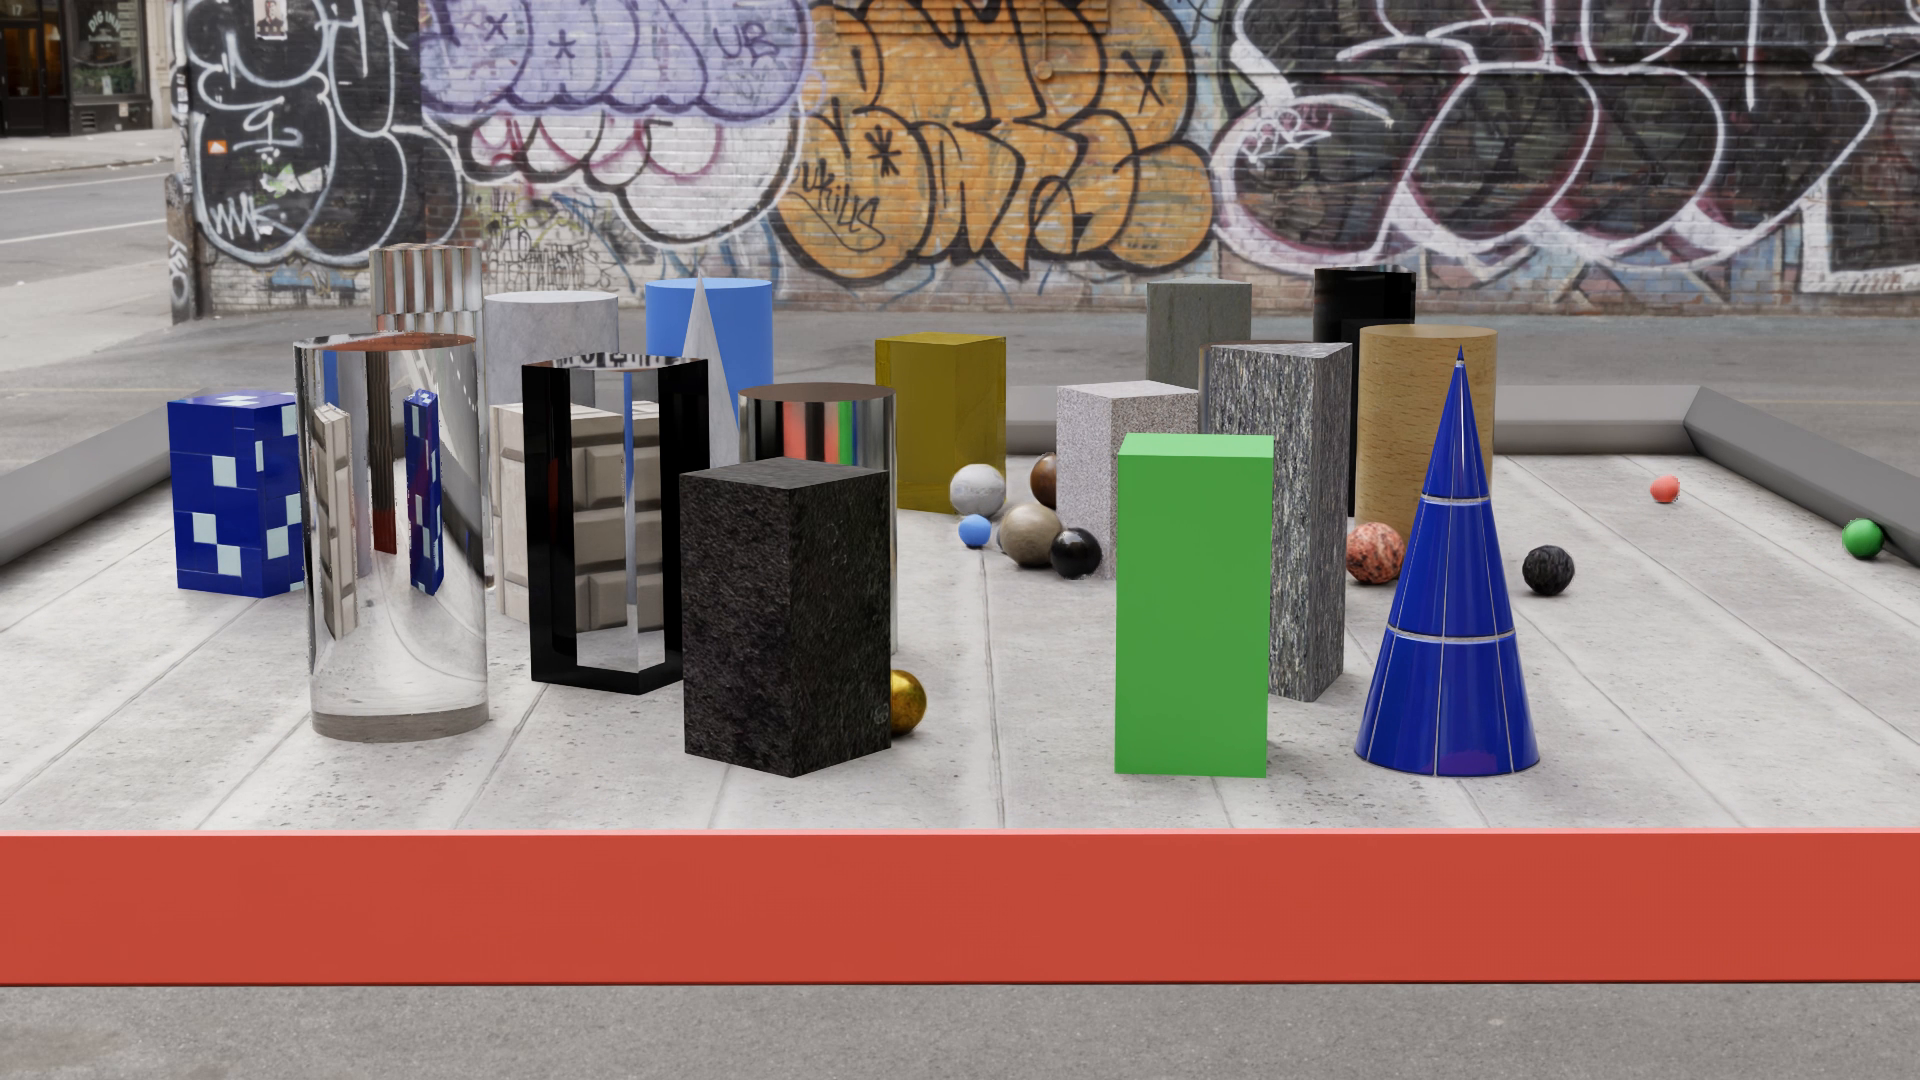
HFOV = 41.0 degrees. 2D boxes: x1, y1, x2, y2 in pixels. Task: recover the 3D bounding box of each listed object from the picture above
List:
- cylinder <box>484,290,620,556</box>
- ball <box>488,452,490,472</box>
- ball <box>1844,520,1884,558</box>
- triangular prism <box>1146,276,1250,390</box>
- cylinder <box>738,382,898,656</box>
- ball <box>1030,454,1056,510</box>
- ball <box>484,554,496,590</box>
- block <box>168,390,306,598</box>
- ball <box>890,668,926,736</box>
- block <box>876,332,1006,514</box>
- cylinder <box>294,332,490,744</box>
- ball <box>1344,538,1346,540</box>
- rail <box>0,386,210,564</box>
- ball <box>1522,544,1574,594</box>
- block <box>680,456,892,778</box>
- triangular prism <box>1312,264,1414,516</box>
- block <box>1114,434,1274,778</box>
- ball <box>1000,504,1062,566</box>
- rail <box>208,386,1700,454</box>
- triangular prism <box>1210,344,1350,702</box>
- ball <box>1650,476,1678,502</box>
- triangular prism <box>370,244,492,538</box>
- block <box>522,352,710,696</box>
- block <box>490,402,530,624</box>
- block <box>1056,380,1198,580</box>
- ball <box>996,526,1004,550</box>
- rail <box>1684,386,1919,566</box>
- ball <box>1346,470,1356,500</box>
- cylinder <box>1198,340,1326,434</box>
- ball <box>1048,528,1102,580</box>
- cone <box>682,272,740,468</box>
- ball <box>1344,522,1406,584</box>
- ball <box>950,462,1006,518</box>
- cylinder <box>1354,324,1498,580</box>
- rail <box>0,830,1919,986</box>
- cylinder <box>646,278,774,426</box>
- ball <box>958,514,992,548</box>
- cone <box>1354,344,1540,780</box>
[{"bbox_3d":[-0.605,-0.170,3.834,0.196,0.388,0.196,0,11,0],"label":"cylinder"},{"bbox_3d":[-0.759,-0.104,4.271,0.098,0.098,0.098,0,11,0],"label":"ball"},{"bbox_3d":[1.350,-0.001,3.832,0.057,0.057,0.057,0,11,0],"label":"ball"},{"bbox_3d":[0.401,-0.258,4.360,0.170,0.369,0.147,1,11,3],"label":"triangular prism"},{"bbox_3d":[-0.176,-0.022,3.204,0.196,0.327,0.196,0,11,0],"label":"cylinder"},{"bbox_3d":[0.162,-0.097,4.247,0.093,0.093,0.093,0,11,0],"label":"ball"},{"bbox_3d":[-0.664,0.045,3.592,0.051,0.051,0.051,0,11,0],"label":"ball"},{"bbox_3d":[-0.997,-0.068,3.624,0.157,0.264,0.157,5,12,27],"label":"block"},{"bbox_3d":[-0.073,0.178,2.821,0.073,0.073,0.073,0,11,0],"label":"ball"},{"bbox_3d":[-0.032,-0.198,4.284,0.157,0.279,0.157,7,12,32],"label":"block"},{"bbox_3d":[-0.629,-0.007,2.847,0.196,0.427,0.196,0,11,0],"label":"cylinder"},{"bbox_3d":[0.547,0.006,3.808,0.053,0.053,0.053,0,11,0],"label":"ball"},{"bbox_3d":[-1.387,0.034,3.441,0.045,0.127,2.858,0,11,0],"label":"rail"},{"bbox_3d":[0.818,0.041,3.566,0.070,0.070,0.070,0,11,0],"label":"ball"},{"bbox_3d":[-0.185,0.077,2.732,0.157,0.303,0.157,8,13,38],"label":"block"},{"bbox_3d":[0.682,-0.246,4.208,0.170,0.401,0.147,6,12,29],"label":"triangular prism"},{"bbox_3d":[0.248,0.066,2.708,0.157,0.335,0.157,1,11,7],"label":"block"},{"bbox_3d":[0.105,-0.007,3.765,0.093,0.093,0.093,0,11,0],"label":"ball"},{"bbox_3d":[-0.008,-0.223,4.831,2.822,0.127,0.045,0,11,0],"label":"rail"},{"bbox_3d":[0.407,-0.029,3.040,0.147,0.400,0.170,-9,14,-39],"label":"triangular prism"},{"bbox_3d":[1.185,-0.085,4.315,0.045,0.045,0.045,0,11,0],"label":"ball"},{"bbox_3d":[-0.840,-0.231,3.989,0.170,0.451,0.147,-5,12,-25],"label":"triangular prism"},{"bbox_3d":[-0.407,-0.024,3.068,0.157,0.380,0.157,6,12,28],"label":"block"},{"bbox_3d":[-0.516,-0.038,3.419,0.157,0.280,0.157,-7,13,-35],"label":"block"},{"bbox_3d":[0.248,-0.090,3.746,0.157,0.262,0.157,-5,12,-27],"label":"block"},{"bbox_3d":[0.078,-0.003,3.872,0.046,0.046,0.046,0,11,0],"label":"ball"},{"bbox_3d":[1.387,0.031,3.457,0.045,0.127,2.858,0,11,0],"label":"rail"},{"bbox_3d":[0.675,-0.091,4.315,0.057,0.057,0.057,0,11,0],"label":"ball"},{"bbox_3d":[0.419,-0.086,3.479,0.196,0.352,0.196,0,11,0],"label":"cylinder"},{"bbox_3d":[0.165,0.019,3.670,0.075,0.075,0.075,0,11,0],"label":"ball"},{"bbox_3d":[-0.361,-0.157,3.597,0.196,0.448,0.196,0,11,0],"label":"cone"},{"bbox_3d":[0.587,0.019,3.640,0.088,0.088,0.088,0,11,0],"label":"ball"},{"bbox_3d":[0.029,-0.079,4.154,0.092,0.092,0.092,0,11,0],"label":"ball"},{"bbox_3d":[0.675,-0.130,3.726,0.196,0.349,0.196,0,11,0],"label":"cylinder"},{"bbox_3d":[0.008,0.289,2.067,2.822,0.127,0.045,0,11,0],"label":"rail"},{"bbox_3d":[-0.390,-0.206,4.018,0.196,0.392,0.196,0,11,0],"label":"cylinder"},{"bbox_3d":[0.022,-0.014,3.918,0.050,0.050,0.050,0,11,0],"label":"ball"},{"bbox_3d":[0.520,0.012,2.705,0.196,0.441,0.196,0,11,0],"label":"cone"}]
